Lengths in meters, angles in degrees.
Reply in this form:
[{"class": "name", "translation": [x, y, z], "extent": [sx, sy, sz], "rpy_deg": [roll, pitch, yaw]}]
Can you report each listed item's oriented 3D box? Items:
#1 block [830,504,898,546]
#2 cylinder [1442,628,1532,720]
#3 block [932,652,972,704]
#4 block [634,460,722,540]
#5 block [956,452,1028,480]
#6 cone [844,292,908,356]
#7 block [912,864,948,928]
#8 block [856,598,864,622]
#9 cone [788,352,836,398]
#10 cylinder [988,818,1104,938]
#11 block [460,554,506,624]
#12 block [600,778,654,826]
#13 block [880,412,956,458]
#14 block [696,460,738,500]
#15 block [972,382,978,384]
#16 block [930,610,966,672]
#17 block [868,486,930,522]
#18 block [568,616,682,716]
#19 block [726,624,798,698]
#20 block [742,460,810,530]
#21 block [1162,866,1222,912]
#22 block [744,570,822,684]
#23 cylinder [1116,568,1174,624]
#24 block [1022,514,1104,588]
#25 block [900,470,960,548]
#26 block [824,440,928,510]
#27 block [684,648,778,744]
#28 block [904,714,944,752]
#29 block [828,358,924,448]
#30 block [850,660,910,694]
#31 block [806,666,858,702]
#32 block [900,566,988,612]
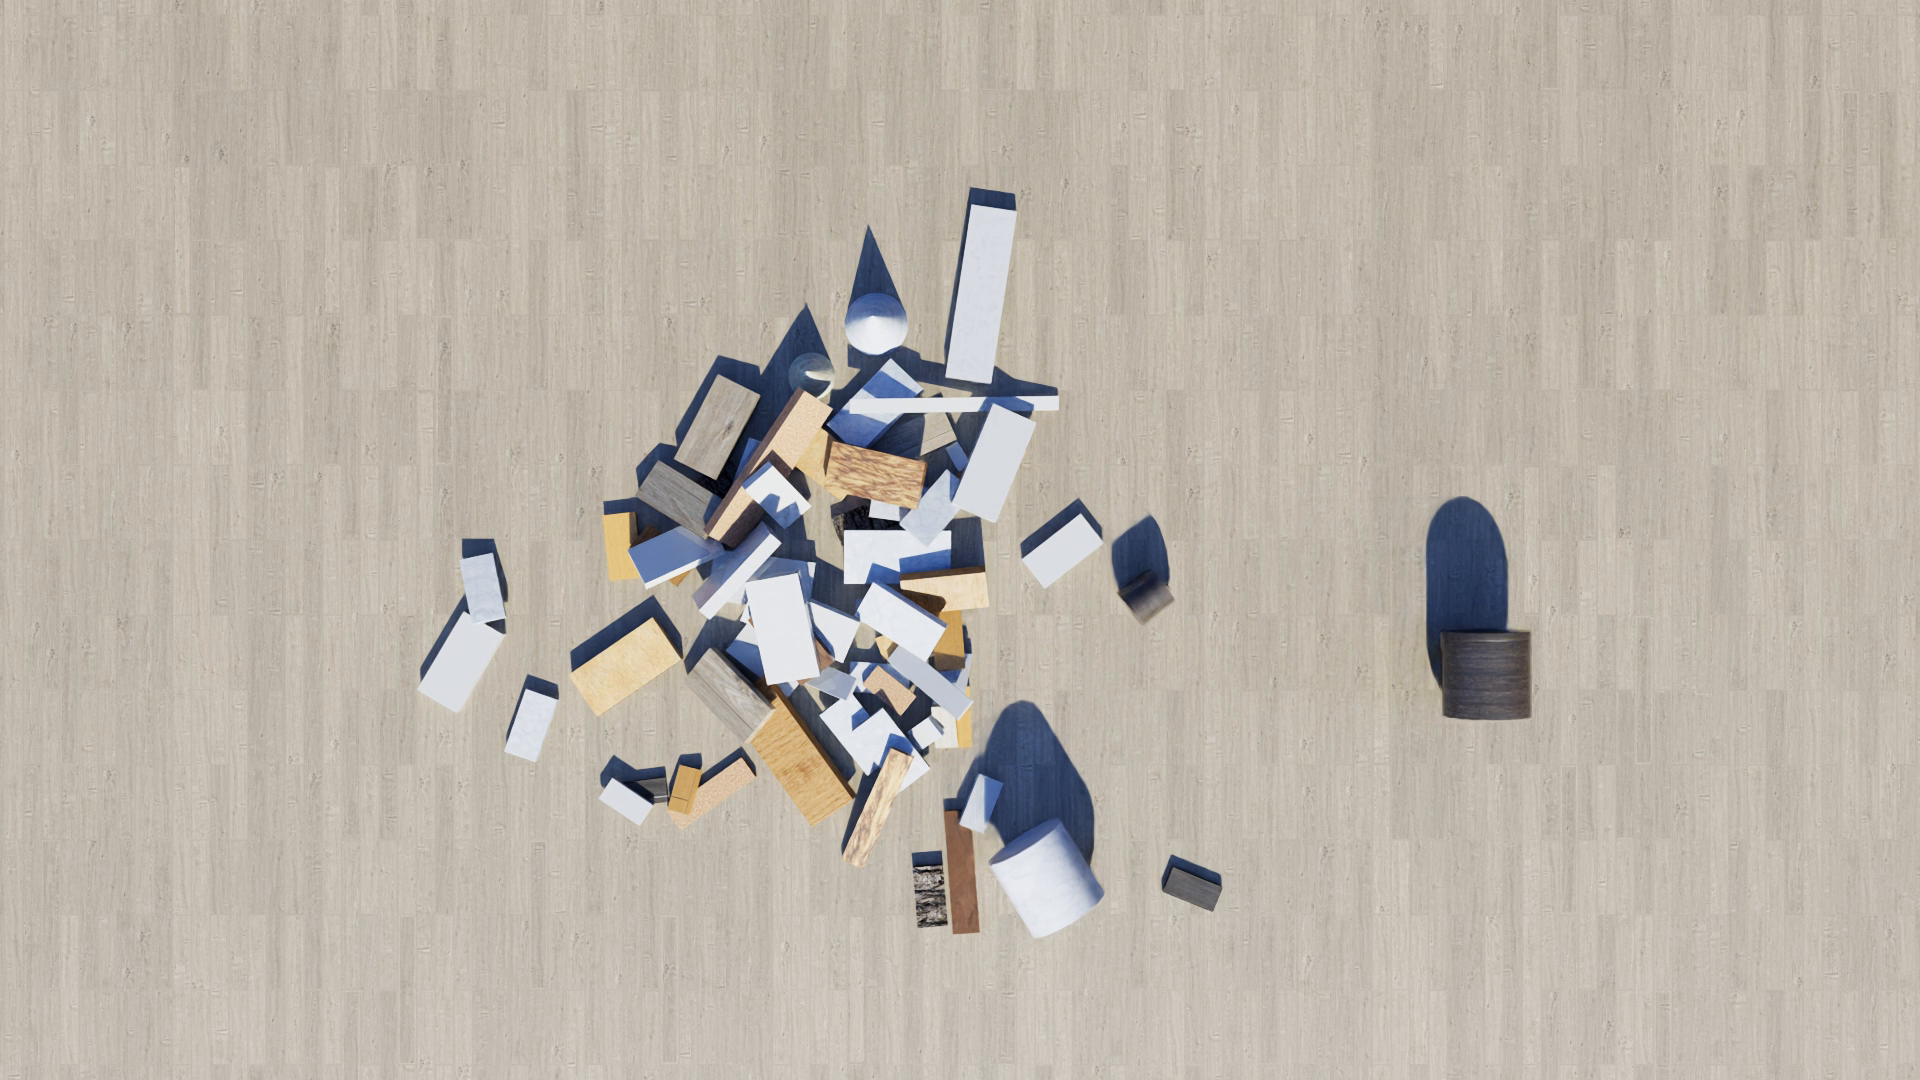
[{"class": "block", "translation": [-0.317, -0.062, 5.486], "extent": [0.201, 0.028, 0.100], "rpy_deg": [-22, 90, 0]}, {"class": "cylinder", "translation": [1.710, 0.434, 5.362], "extent": [0.275, 0.275, 0.275], "rpy_deg": [-1, 90, 0]}, {"class": "block", "translation": [-0.026, 0.470, 5.461], "extent": [0.101, 0.029, 0.202], "rpy_deg": [9, 77, 3]}, {"class": "block", "translation": [-0.916, -0.131, 5.441], "extent": [0.282, 0.040, 0.141], "rpy_deg": [31, 82, 12]}, {"class": "block", "translation": [0.095, -0.242, 5.482], "extent": [0.124, 0.035, 0.248], "rpy_deg": [43, 90, 0]}, {"class": "cone", "translation": [-0.279, -0.719, 5.394], "extent": [0.212, 0.212, 0.212], "rpy_deg": [0, 90, 0]}, {"class": "block", "translation": [-0.099, 1.183, 5.486], "extent": [0.101, 0.029, 0.202], "rpy_deg": [-5, 90, 0]}, {"class": "block", "translation": [-0.268, 0.236, 5.489], "extent": [0.158, 0.022, 0.079], "rpy_deg": [2, 90, 0]}, {"class": "cone", "translation": [-0.494, -0.547, 5.421], "extent": [0.157, 0.157, 0.157], "rpy_deg": [0, 90, 0]}, {"class": "cylinder", "translation": [0.280, 1.098, 5.363], "extent": [0.274, 0.274, 0.274], "rpy_deg": [-31, 90, 0]}, {"class": "block", "translation": [-1.579, 0.162, 5.461], "extent": [0.109, 0.031, 0.219], "rpy_deg": [-13, 82, -8]}, {"class": "block", "translation": [-1.105, 0.867, 5.465], "extent": [0.163, 0.023, 0.081], "rpy_deg": [34, 90, 0]}, {"class": "block", "translation": [-0.143, -0.339, 5.483], "extent": [0.238, 0.034, 0.119], "rpy_deg": [-24, 90, 0]}, {"class": "block", "translation": [-0.820, -0.175, 5.486], "extent": [0.203, 0.029, 0.102], "rpy_deg": [-42, 90, 0]}, {"class": "block", "translation": [0.059, -0.571, 5.493], "extent": [0.047, 0.013, 0.094], "rpy_deg": [-4, 90, 0]}, {"class": "block", "translation": [-0.040, 0.332, 5.464], "extent": [0.100, 0.028, 0.201], "rpy_deg": [-5, 77, 0]}, {"class": "block", "translation": [-0.171, -0.120, 5.462], "extent": [0.247, 0.035, 0.124], "rpy_deg": [8, 86, -7]}, {"class": "block", "translation": [-1.108, 0.421, 5.476], "extent": [0.337, 0.048, 0.168], "rpy_deg": [-34, 90, 0]}, {"class": "block", "translation": [-0.634, 0.396, 5.482], "extent": [0.257, 0.036, 0.129], "rpy_deg": [38, 90, 0]}, {"class": "block", "translation": [-0.600, -0.145, 5.404], "extent": [0.119, 0.238, 0.034], "rpy_deg": [-41, 45, 0]}, {"class": "block", "translation": [0.774, 1.161, 5.487], "extent": [0.179, 0.025, 0.090], "rpy_deg": [22, 90, 0]}, {"class": "block", "translation": [-0.573, 0.284, 5.354], "extent": [0.176, 0.050, 0.351], "rpy_deg": [-10, 103, 4]}, {"class": "cylinder", "translation": [0.611, 0.186, 5.432], "extent": [0.136, 0.136, 0.136], "rpy_deg": [-38, 90, 0]}, {"class": "block", "translation": [0.341, 0.037, 5.482], "extent": [0.247, 0.035, 0.124], "rpy_deg": [-38, 90, 0]}, {"class": "block", "translation": [-0.076, -0.104, 5.427], "extent": [0.119, 0.034, 0.238], "rpy_deg": [40, 81, 4]}, {"class": "block", "translation": [-0.275, -0.212, 5.395], "extent": [0.316, 0.045, 0.158], "rpy_deg": [13, 99, 9]}, {"class": "block", "translation": [-0.758, 0.510, 5.422], "extent": [0.302, 0.043, 0.151], "rpy_deg": [43, 101, 17]}, {"class": "block", "translation": [-0.125, 0.645, 5.447], "extent": [0.150, 0.021, 0.075], "rpy_deg": [-38, 90, 36]}, {"class": "block", "translation": [-0.278, -0.437, 5.461], "extent": [0.152, 0.043, 0.304], "rpy_deg": [44, 90, 14]}, {"class": "block", "translation": [-0.268, 0.460, 5.486], "extent": [0.201, 0.028, 0.100], "rpy_deg": [4, 90, 0]}, {"class": "block", "translation": [-0.425, 0.467, 5.451], "extent": [0.164, 0.023, 0.082], "rpy_deg": [20, 77, 21]}, {"class": "block", "translation": [-0.051, 0.167, 5.440], "extent": [0.281, 0.040, 0.140], "rpy_deg": [-6, 124, 1]}]
